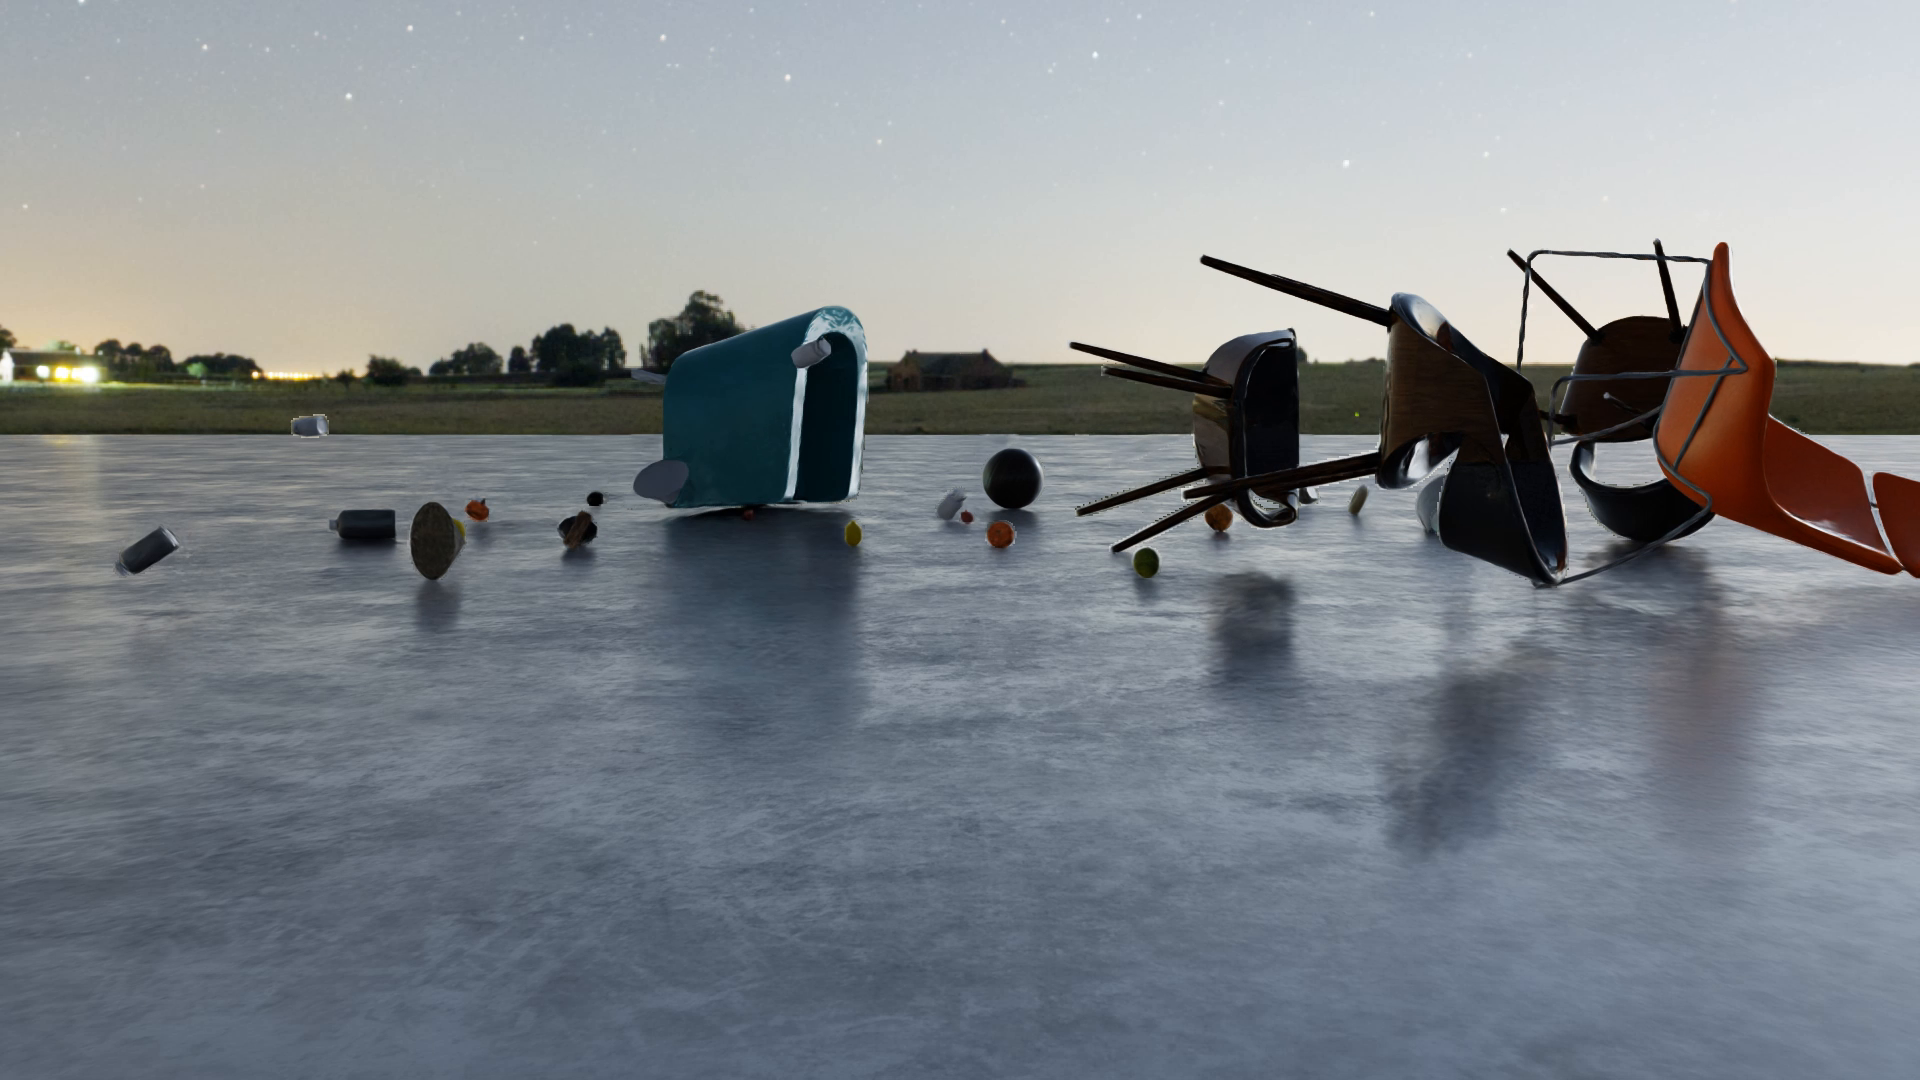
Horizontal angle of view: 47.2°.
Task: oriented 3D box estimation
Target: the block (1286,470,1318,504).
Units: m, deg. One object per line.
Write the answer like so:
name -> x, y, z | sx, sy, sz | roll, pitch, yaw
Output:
block -> 1.323, -0.204, 8.493 | 0.049, 0.119, 0.109 | -29, -16, 23

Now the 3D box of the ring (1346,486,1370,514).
ring -> 1.431, -0.146, 7.892 | 0.038, 0.115, 0.154 | 31, -8, -2

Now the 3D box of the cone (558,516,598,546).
cone -> -1.098, -0.004, 6.287 | 0.119, 0.067, 0.107 | -34, -55, 29

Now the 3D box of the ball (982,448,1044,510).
ball -> 0.199, -0.229, 8.219 | 0.228, 0.228, 0.228 | 0, 4, 0

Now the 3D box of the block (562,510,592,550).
block -> -1.063, -0.027, 6.113 | 0.038, 0.102, 0.066 | 29, -8, -9

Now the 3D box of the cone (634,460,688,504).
cone -> -0.874, -0.144, 6.553 | 0.170, 0.117, 0.168 | -22, -25, -5

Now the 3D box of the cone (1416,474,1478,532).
cone -> 1.514, -0.075, 6.972 | 0.238, 0.158, 0.234 | -44, 1, 38

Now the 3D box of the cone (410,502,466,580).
cone -> -1.211, 0.003, 5.215 | 0.094, 0.181, 0.188 | 2, 38, -47
